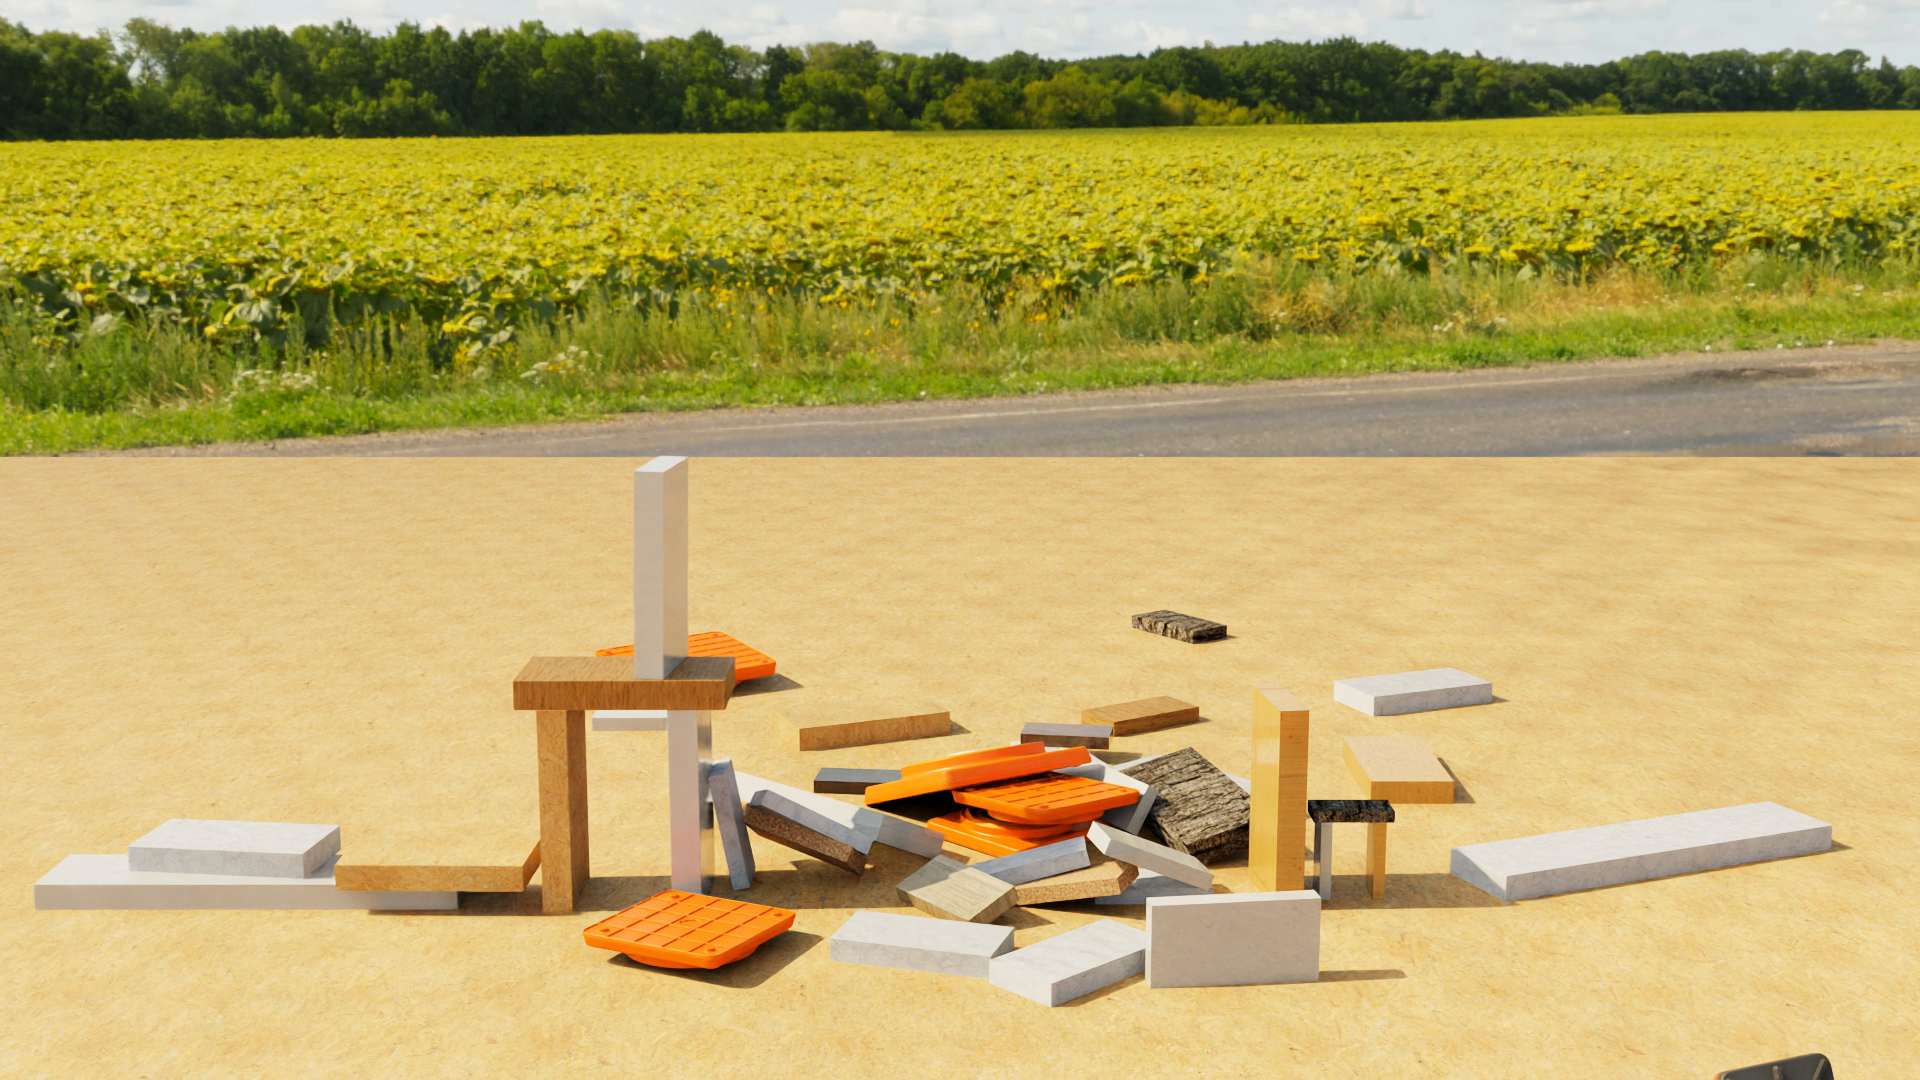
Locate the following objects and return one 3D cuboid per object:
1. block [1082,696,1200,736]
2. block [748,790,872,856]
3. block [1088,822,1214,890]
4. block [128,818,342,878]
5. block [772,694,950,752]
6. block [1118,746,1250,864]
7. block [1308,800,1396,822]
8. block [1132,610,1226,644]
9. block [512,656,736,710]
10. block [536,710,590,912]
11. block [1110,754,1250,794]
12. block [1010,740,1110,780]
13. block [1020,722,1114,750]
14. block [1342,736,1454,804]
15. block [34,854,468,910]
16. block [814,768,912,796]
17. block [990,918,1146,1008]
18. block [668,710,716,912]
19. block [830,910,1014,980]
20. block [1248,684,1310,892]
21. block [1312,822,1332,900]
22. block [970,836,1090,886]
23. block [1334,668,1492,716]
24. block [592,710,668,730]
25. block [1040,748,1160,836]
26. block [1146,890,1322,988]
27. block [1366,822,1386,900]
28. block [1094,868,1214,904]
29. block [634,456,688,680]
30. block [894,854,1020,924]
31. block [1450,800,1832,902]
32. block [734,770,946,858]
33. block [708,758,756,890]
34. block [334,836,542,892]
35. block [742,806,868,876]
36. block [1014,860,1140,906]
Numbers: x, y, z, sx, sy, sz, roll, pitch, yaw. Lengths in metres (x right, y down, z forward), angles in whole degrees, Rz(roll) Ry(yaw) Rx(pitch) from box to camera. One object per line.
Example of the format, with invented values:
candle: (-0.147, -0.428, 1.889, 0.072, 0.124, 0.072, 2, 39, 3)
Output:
block: (0.387, 0.378, 4.723, 0.230, 0.033, 0.115, -7, 13, -33)
block: (-0.254, 0.480, 3.726, 0.201, 0.028, 0.100, 27, -16, -12)
block: (0.313, 0.520, 3.619, 0.194, 0.028, 0.097, 21, 5, -16)
block: (-1.219, 0.518, 3.701, 0.304, 0.043, 0.152, 1, 11, 7)
block: (-0.209, 0.384, 4.650, 0.337, 0.048, 0.168, -5, 11, -23)
block: (0.416, 0.477, 3.959, 0.168, 0.048, 0.337, -17, 20, -15)
block: (0.648, 0.449, 3.645, 0.133, 0.019, 0.067, 0, 11, 0)
block: (0.555, 0.219, 5.576, 0.115, 0.033, 0.230, -8, 13, -36)
block: (-0.546, 0.234, 3.602, 0.338, 0.048, 0.169, 0, 11, 0)
block: (-0.655, 0.424, 3.635, 0.048, 0.338, 0.169, 0, 11, 0)
block: (0.439, 0.477, 4.147, 0.168, 0.048, 0.337, -9, 14, -41)
block: (0.197, 0.441, 4.380, 0.115, 0.033, 0.230, -4, 11, -20)
block: (0.217, 0.397, 4.459, 0.179, 0.025, 0.090, 2, 11, 9)
block: (0.854, 0.449, 4.308, 0.156, 0.044, 0.312, 0, 11, 0)
block: (-1.166, 0.569, 3.664, 0.691, 0.043, 0.152, 0, 11, 0)
block: (-0.187, 0.468, 4.257, 0.179, 0.025, 0.090, 1, 11, 7)
block: (0.181, 0.636, 3.322, 0.257, 0.036, 0.129, -10, 14, -43)
block: (-0.444, 0.423, 3.639, 0.048, 0.338, 0.169, 0, 11, 1)
block: (-0.058, 0.623, 3.392, 0.257, 0.036, 0.129, 3, 11, 17)
block: (0.526, 0.424, 3.641, 0.048, 0.337, 0.168, -1, 11, -7)
block: (0.603, 0.524, 3.659, 0.019, 0.133, 0.067, 0, 11, 0)
block: (0.116, 0.544, 3.676, 0.201, 0.028, 0.100, -15, 5, 2)
block: (1.011, 0.338, 4.907, 0.312, 0.044, 0.156, -4, 11, -23)
block: (-0.680, 0.382, 4.713, 0.201, 0.028, 0.100, 0, 11, -1)
block: (0.254, 0.462, 4.065, 0.025, 0.090, 0.341, 30, -6, -25)
block: (0.408, 0.596, 3.285, 0.257, 0.129, 0.036, -1, 11, -7)
block: (0.692, 0.524, 3.659, 0.019, 0.133, 0.067, 0, 11, 0)
block: (0.319, 0.577, 3.664, 0.194, 0.028, 0.097, 0, 11, 0)
block: (-0.485, 0.043, 3.576, 0.048, 0.337, 0.168, 3, 11, 6)
block: (-0.006, 0.575, 3.576, 0.100, 0.028, 0.201, -33, 26, -28)
block: (1.191, 0.538, 3.830, 0.697, 0.044, 0.156, -4, 11, -22)
block: (-0.265, 0.481, 3.942, 0.494, 0.048, 0.168, 10, -11, 42)
block: (-0.385, 0.479, 3.714, 0.028, 0.201, 0.100, -11, 10, 2)
block: (-0.856, 0.532, 3.625, 0.304, 0.043, 0.152, 0, 11, 1)
block: (-0.264, 0.513, 3.746, 0.201, 0.028, 0.100, 18, -16, 19)
block: (0.187, 0.563, 3.613, 0.194, 0.028, 0.097, -10, 6, 24)
